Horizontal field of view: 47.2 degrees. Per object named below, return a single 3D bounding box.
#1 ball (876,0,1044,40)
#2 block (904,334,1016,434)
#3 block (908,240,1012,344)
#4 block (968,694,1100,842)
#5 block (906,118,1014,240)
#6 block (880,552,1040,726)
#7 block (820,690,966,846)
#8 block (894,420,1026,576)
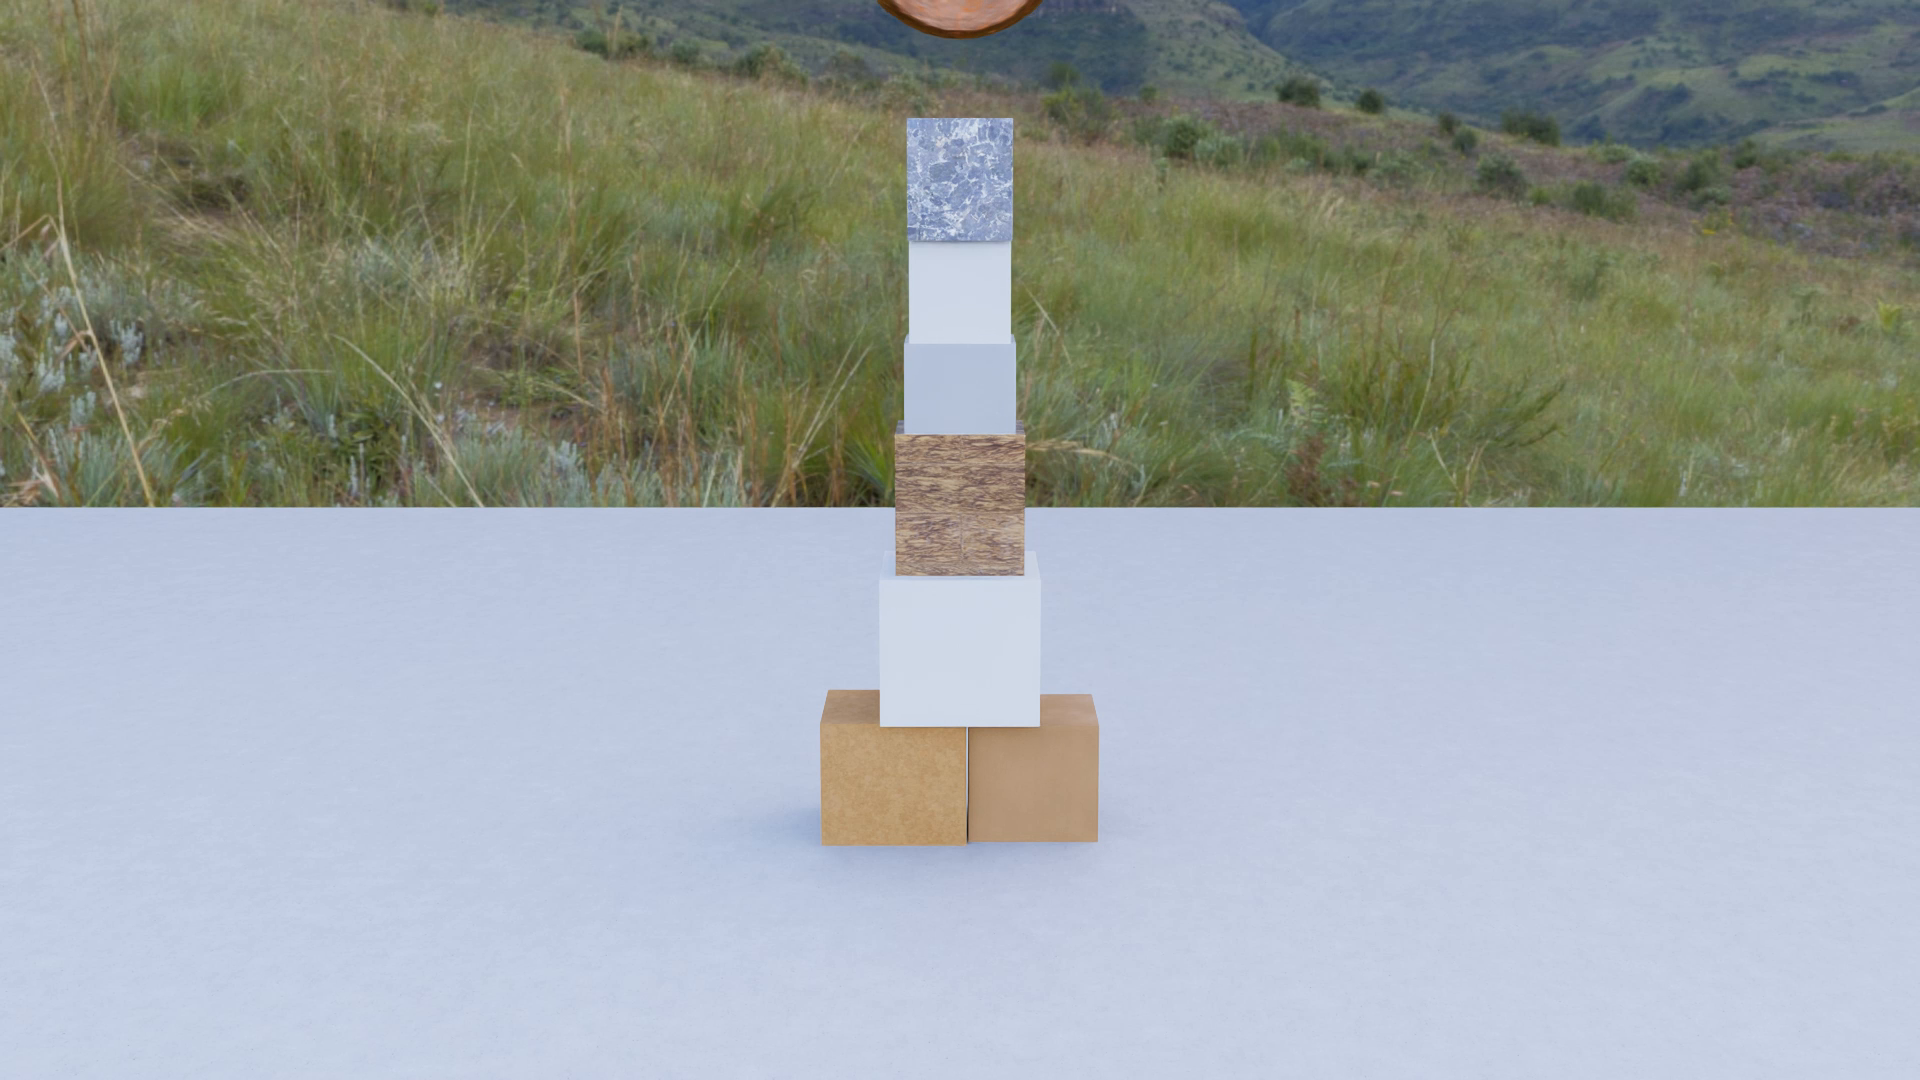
[{"bbox_3d":[0.000,-4.366,15.575,1.600,1.600,1.600,0,10,0],"label":"ball"},{"bbox_3d":[0.000,-0.787,11.032,0.547,0.444,0.534,0,10,0],"label":"block"},{"bbox_3d":[0.000,-1.254,10.961,0.496,0.500,0.486,0,10,0],"label":"block"},{"bbox_3d":[0.371,1.174,11.406,0.656,0.608,0.642,0,10,0],"label":"block"},{"bbox_3d":[0.000,-1.781,10.839,0.509,0.581,0.517,0,10,0],"label":"block"},{"bbox_3d":[0.000,0.493,11.253,0.793,0.739,0.792,0,10,0],"label":"block"},{"bbox_3d":[-0.333,1.167,11.377,0.732,0.633,0.701,0,10,0],"label":"block"},{"bbox_3d":[0.000,-0.220,11.134,0.640,0.707,0.576,0,10,0],"label":"block"}]
